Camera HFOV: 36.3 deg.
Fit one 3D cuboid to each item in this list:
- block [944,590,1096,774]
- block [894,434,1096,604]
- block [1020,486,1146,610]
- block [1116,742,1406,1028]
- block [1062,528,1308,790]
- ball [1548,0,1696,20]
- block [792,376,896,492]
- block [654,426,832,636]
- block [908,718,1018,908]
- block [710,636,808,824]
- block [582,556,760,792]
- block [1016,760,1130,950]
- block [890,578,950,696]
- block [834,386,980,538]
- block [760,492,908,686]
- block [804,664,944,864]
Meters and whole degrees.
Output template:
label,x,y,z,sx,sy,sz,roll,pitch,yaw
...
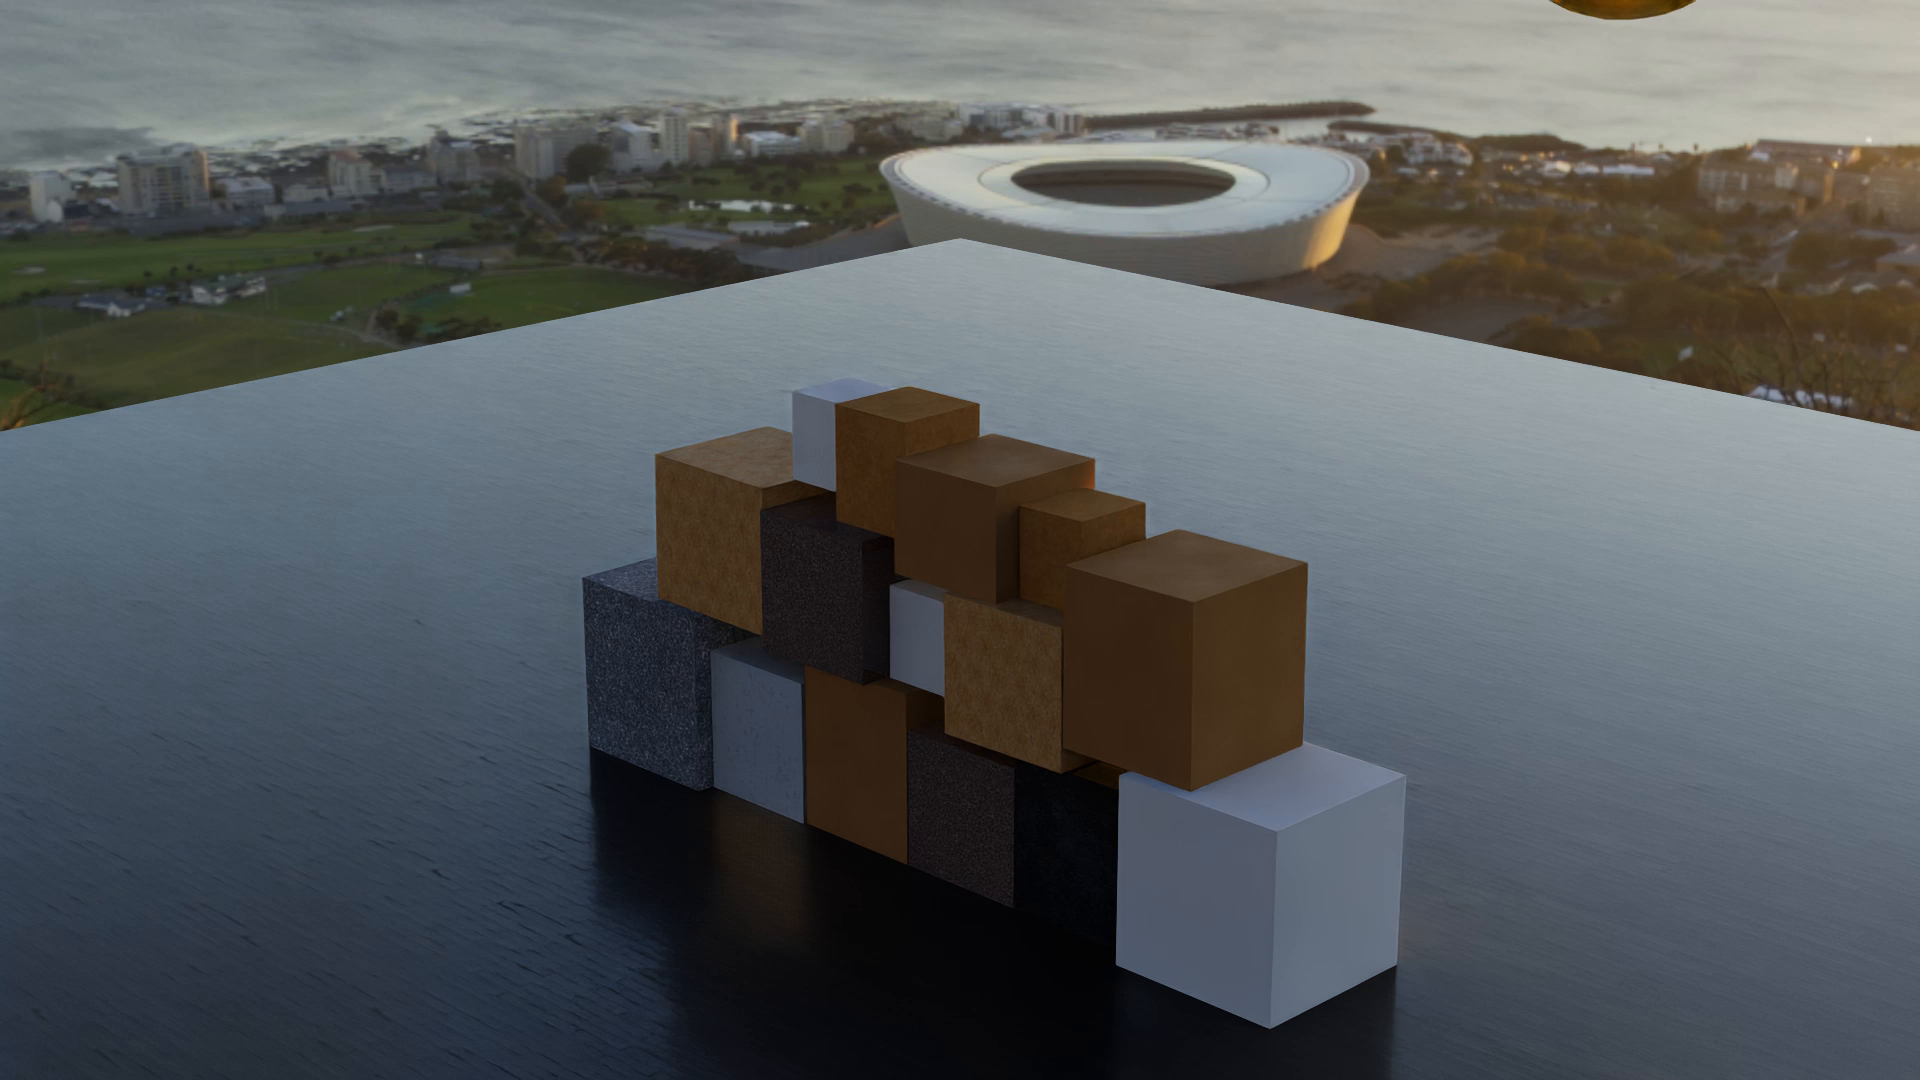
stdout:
label,x,y,z,sx,sy,sz,roll,pitch,yaw
block,0.449,0.541,13.051,0.759,0.661,0.711,-17,23,-42
block,0.154,-0.106,13.133,0.634,0.530,0.635,-17,23,-42
block,0.534,0.045,12.818,0.405,0.421,0.374,-17,23,-42
block,1.270,1.403,12.426,0.854,0.873,0.849,-17,24,-42
block,0.955,0.494,12.490,0.738,0.821,0.721,-17,23,-42
ball,3.645,-3.649,16.016,1.600,1.600,1.600,0,17,0
block,-0.518,-0.490,13.749,0.374,0.430,0.382,-17,24,-42
block,-0.947,-0.057,14.288,0.726,0.734,0.787,-17,25,-42
block,0.250,1.181,13.470,0.706,0.669,0.671,-17,24,-42
block,-0.726,0.871,14.384,0.723,0.713,0.657,-17,24,-42
block,-1.285,0.620,14.863,0.865,0.904,0.867,-17,24,-42
block,0.734,1.295,12.987,0.674,0.742,0.692,-17,24,-42
block,0.021,0.420,13.458,0.486,0.450,0.486,-17,24,-42
block,-0.241,-0.356,13.456,0.472,0.555,0.460,-17,24,-42
block,-0.419,0.183,13.813,0.763,0.689,0.694,-17,24,-42
block,-0.245,0.956,13.903,0.688,0.839,0.688,-17,24,-42
